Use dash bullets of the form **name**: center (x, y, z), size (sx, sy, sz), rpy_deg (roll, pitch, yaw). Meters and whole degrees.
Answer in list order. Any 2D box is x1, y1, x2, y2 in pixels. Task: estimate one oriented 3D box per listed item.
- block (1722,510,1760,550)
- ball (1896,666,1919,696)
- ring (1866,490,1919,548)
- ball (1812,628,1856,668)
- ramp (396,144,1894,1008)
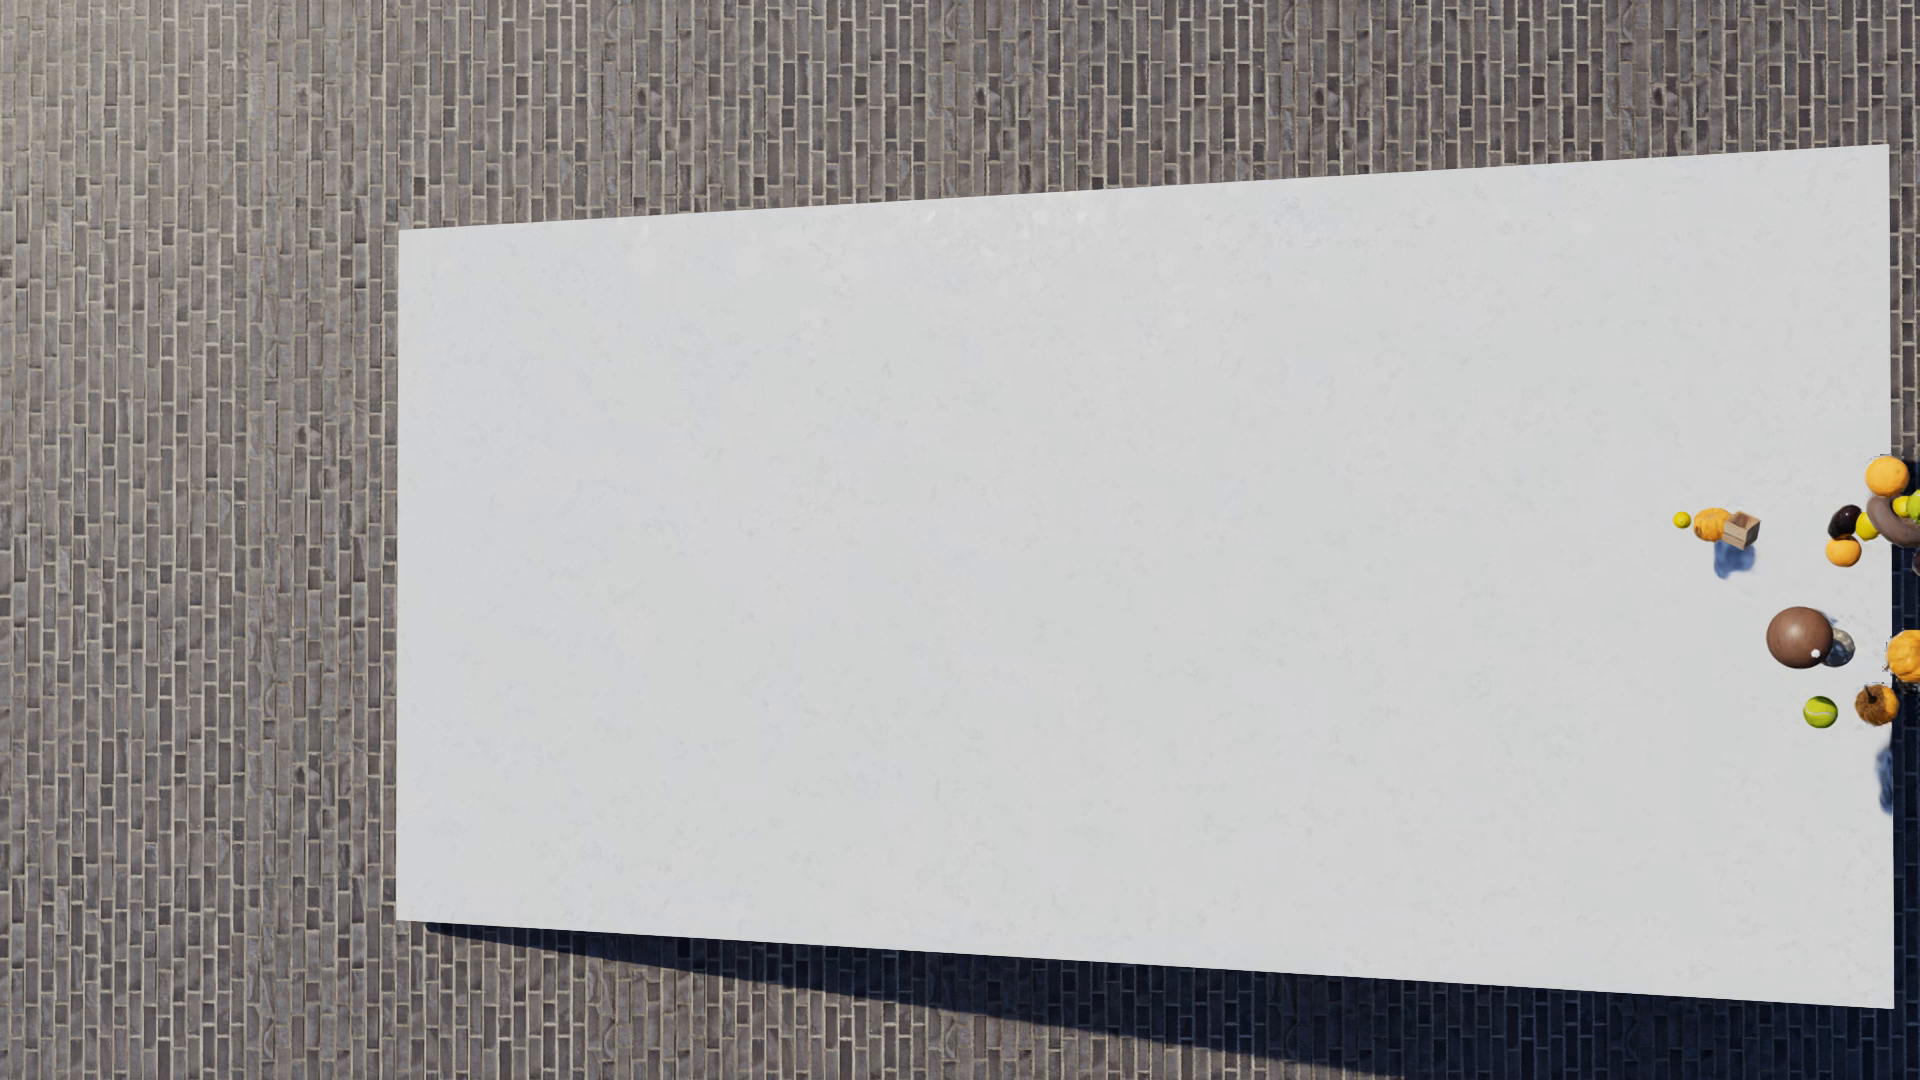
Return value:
- **block**: center (1.687, -0.022, 4.748), size (0.053, 0.053, 0.053), rpy_deg (-30, 134, -31)
- **ball**: center (1.735, 0.255, 4.004), size (0.054, 0.054, 0.054), rpy_deg (0, 89, 0)
- **ring**: center (1.902, -0.042, 4.458), size (0.141, 0.141, 0.047), rpy_deg (33, 132, 0)
- **ball**: center (1.847, 0.228, 4.647), size (0.083, 0.083, 0.083), rpy_deg (0, 89, 0)
- **ramp**: center (0.278, 0.091, 5.779), size (4.000, 0.100, 2.000), rpy_deg (0, 89, 19)
